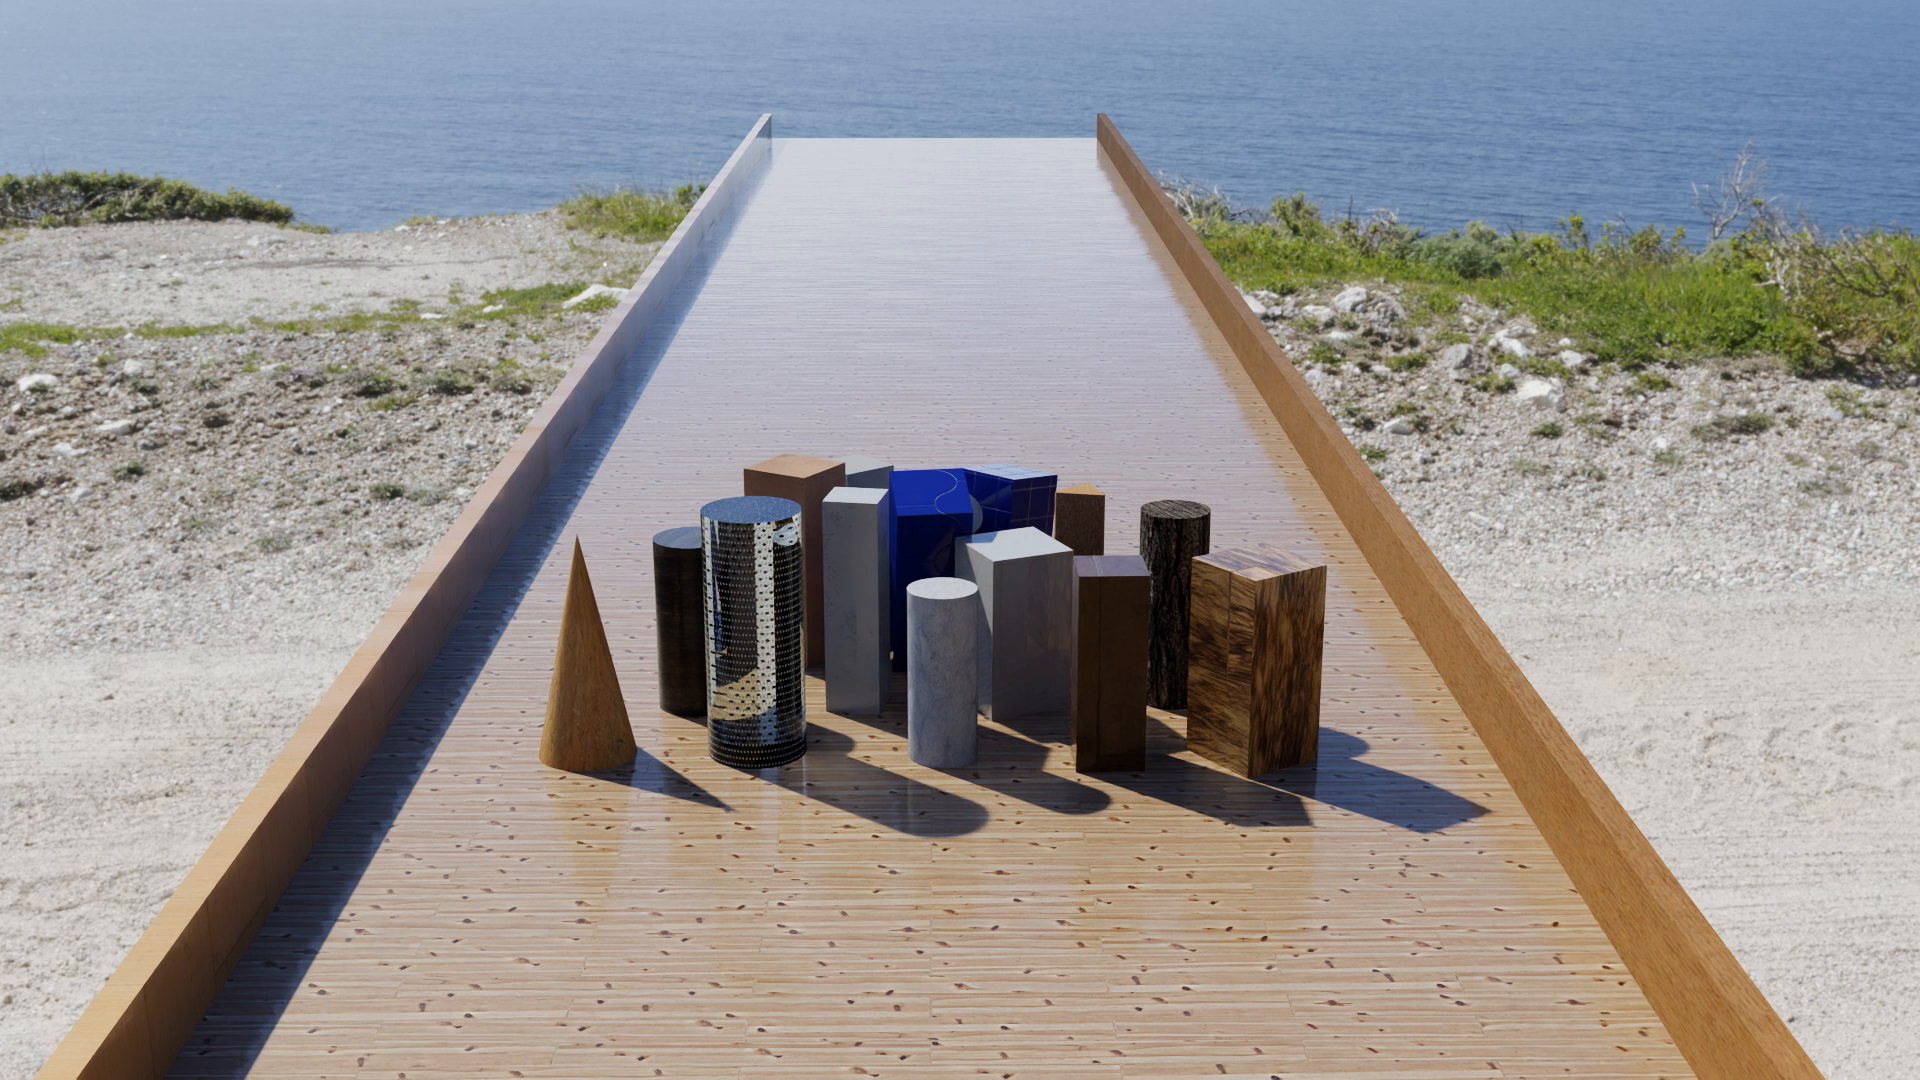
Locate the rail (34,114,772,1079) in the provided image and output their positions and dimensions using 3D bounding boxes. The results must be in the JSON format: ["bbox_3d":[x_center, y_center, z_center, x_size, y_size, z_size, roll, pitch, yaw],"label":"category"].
[{"bbox_3d":[-1.118,-0.838,7.780,0.050,0.150,12.000,0,17,-1],"label":"rail"}]

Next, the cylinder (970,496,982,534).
[{"bbox_3d":[-0.074,0.030,4.533,0.100,0.100,0.412,-8,-21,-26],"label":"cylinder"}]

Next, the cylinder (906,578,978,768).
[{"bbox_3d":[-0.031,0.234,3.891,0.125,0.313,0.125,0,17,0],"label":"cylinder"}]

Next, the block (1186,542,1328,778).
[{"bbox_3d":[0.522,0.210,3.887,0.165,0.361,0.165,-11,20,-33],"label":"block"}]

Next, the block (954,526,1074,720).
[{"bbox_3d":[0.099,0.155,4.153,0.165,0.312,0.165,-8,19,-24],"label":"block"}]

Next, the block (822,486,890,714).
[{"bbox_3d":[-0.193,0.114,4.123,0.103,0.411,0.103,3,17,9],"label":"block"}]

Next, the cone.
[{"bbox_3d":[-0.667,0.185,3.885,0.174,0.411,0.174,0,17,0],"label":"cone"}]

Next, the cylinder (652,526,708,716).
[{"bbox_3d":[-0.499,0.153,4.136,0.145,0.329,0.145,0,17,0],"label":"cylinder"}]

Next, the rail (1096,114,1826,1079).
[{"bbox_3d":[0.932,-0.844,7.801,0.050,0.150,12.000,0,17,-1],"label":"rail"}]

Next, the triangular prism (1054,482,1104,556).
[{"bbox_3d":[0.245,0.061,4.419,0.098,0.343,0.085,3,17,11],"label":"triangular prism"}]

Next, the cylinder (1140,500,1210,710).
[{"bbox_3d":[0.403,0.122,4.158,0.130,0.375,0.130,0,17,0],"label":"cylinder"}]

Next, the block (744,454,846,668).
[{"bbox_3d":[-0.327,0.040,4.408,0.145,0.391,0.145,10,19,29],"label":"block"}]

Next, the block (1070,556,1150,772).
[{"bbox_3d":[0.262,0.217,3.866,0.122,0.360,0.122,-1,17,-2],"label":"block"}]

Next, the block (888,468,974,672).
[{"bbox_3d":[-0.063,0.062,4.292,0.143,0.388,0.143,-3,38,-7],"label":"block"}]

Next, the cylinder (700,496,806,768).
[{"bbox_3d":[-0.364,0.162,3.891,0.176,0.450,0.176,0,17,0],"label":"cylinder"}]

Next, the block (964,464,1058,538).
[{"bbox_3d":[0.087,0.025,4.524,0.141,0.338,0.141,14,15,39],"label":"block"}]

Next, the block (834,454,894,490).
[{"bbox_3d":[-0.218,0.016,4.544,0.118,0.358,0.118,-13,21,-38],"label":"block"}]
